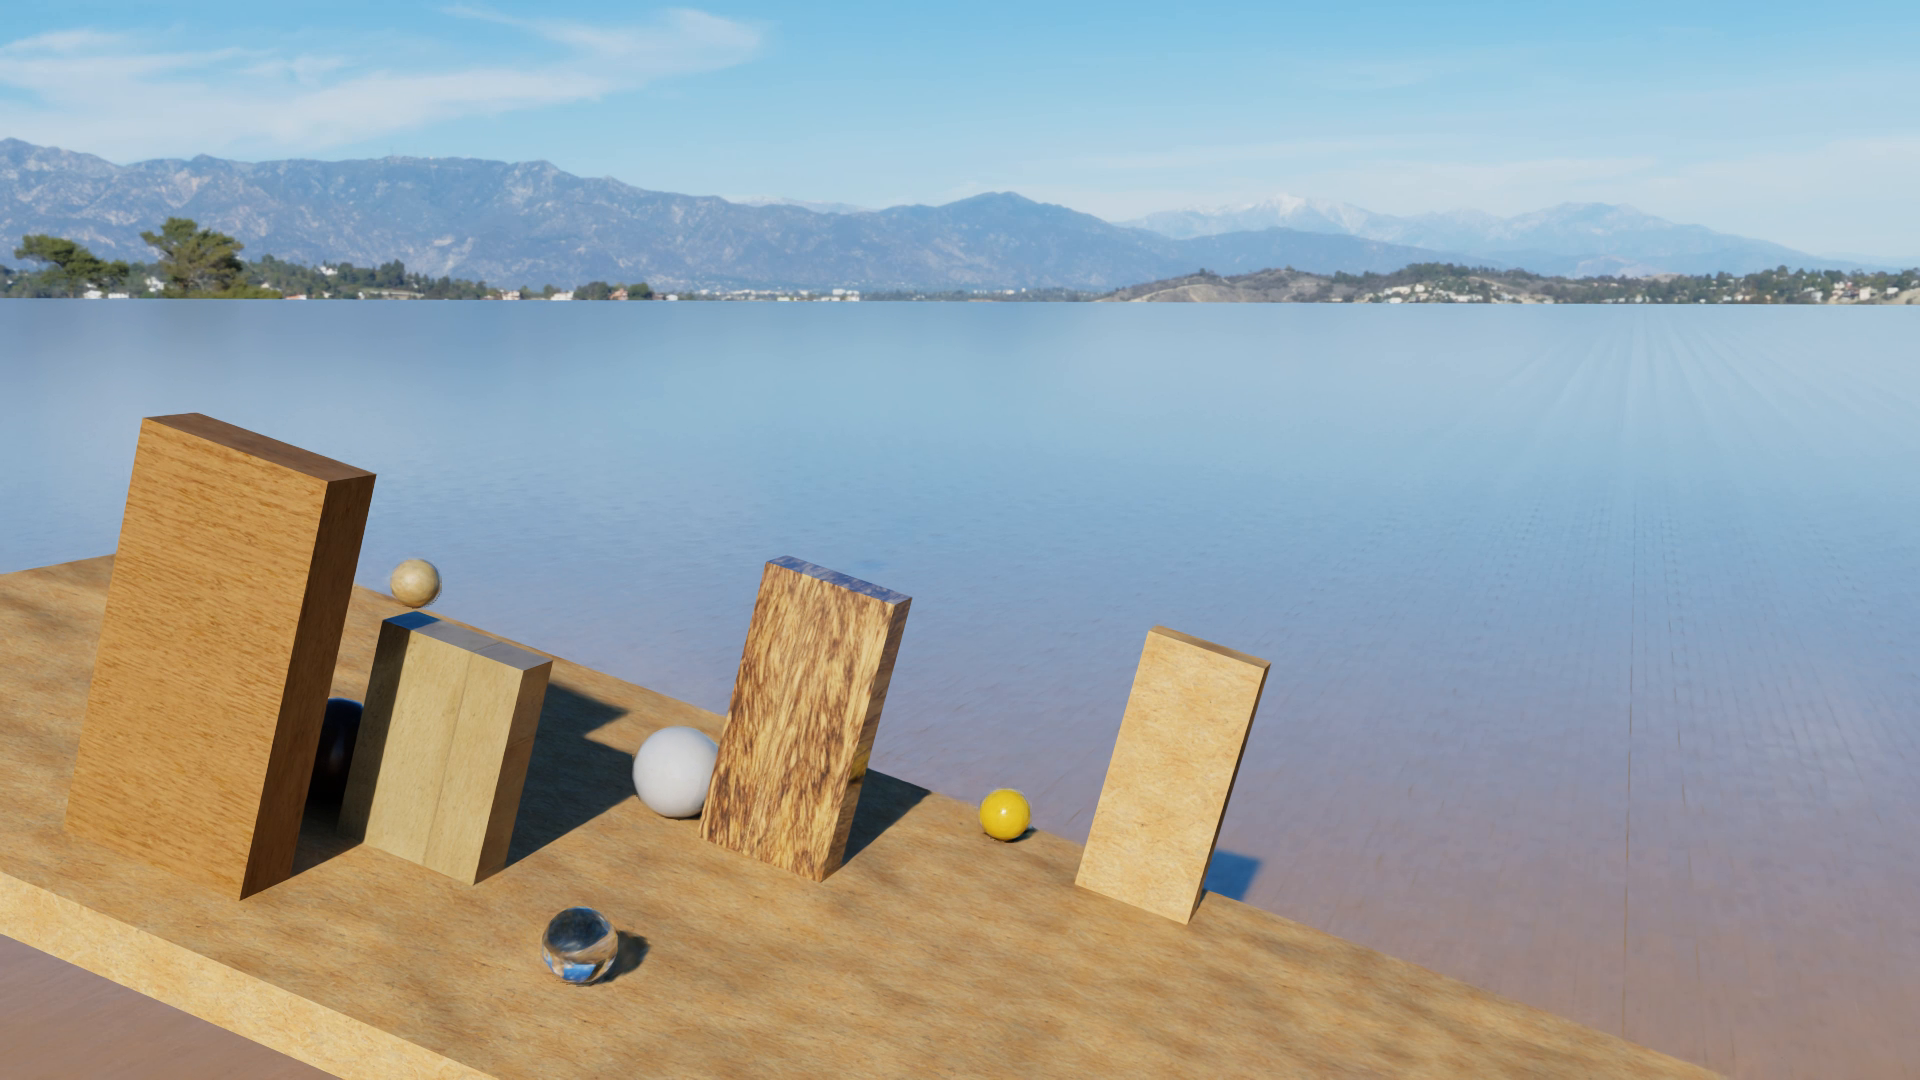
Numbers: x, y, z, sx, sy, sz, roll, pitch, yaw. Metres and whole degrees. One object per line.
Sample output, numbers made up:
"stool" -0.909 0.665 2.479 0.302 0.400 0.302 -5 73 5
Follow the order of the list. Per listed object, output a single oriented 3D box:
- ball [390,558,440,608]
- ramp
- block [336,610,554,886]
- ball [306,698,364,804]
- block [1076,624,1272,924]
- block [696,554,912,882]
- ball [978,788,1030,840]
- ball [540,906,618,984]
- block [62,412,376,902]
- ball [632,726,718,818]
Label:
"ball" -1.364 0.106 5.508 0.124 0.124 0.124 0 7 0
"ramp" -0.381 0.750 4.242 4.000 0.100 2.000 18 12 14
"block" -0.939 0.376 4.003 0.290 0.413 0.113 18 12 14
"ball" -1.176 0.397 4.139 0.200 0.200 0.200 0 7 0
"block" 0.460 0.507 4.764 0.260 0.590 0.089 18 12 14
"block" -0.316 0.360 4.445 0.280 0.594 0.111 18 12 14
"ball" 0.102 0.619 4.963 0.117 0.117 0.117 0 7 0
"ball" -0.635 0.677 3.674 0.127 0.127 0.127 0 7 0
"block" -1.244 0.191 3.684 0.357 0.730 0.142 18 12 14
"ball" -0.582 0.479 4.550 0.190 0.190 0.190 0 7 0
